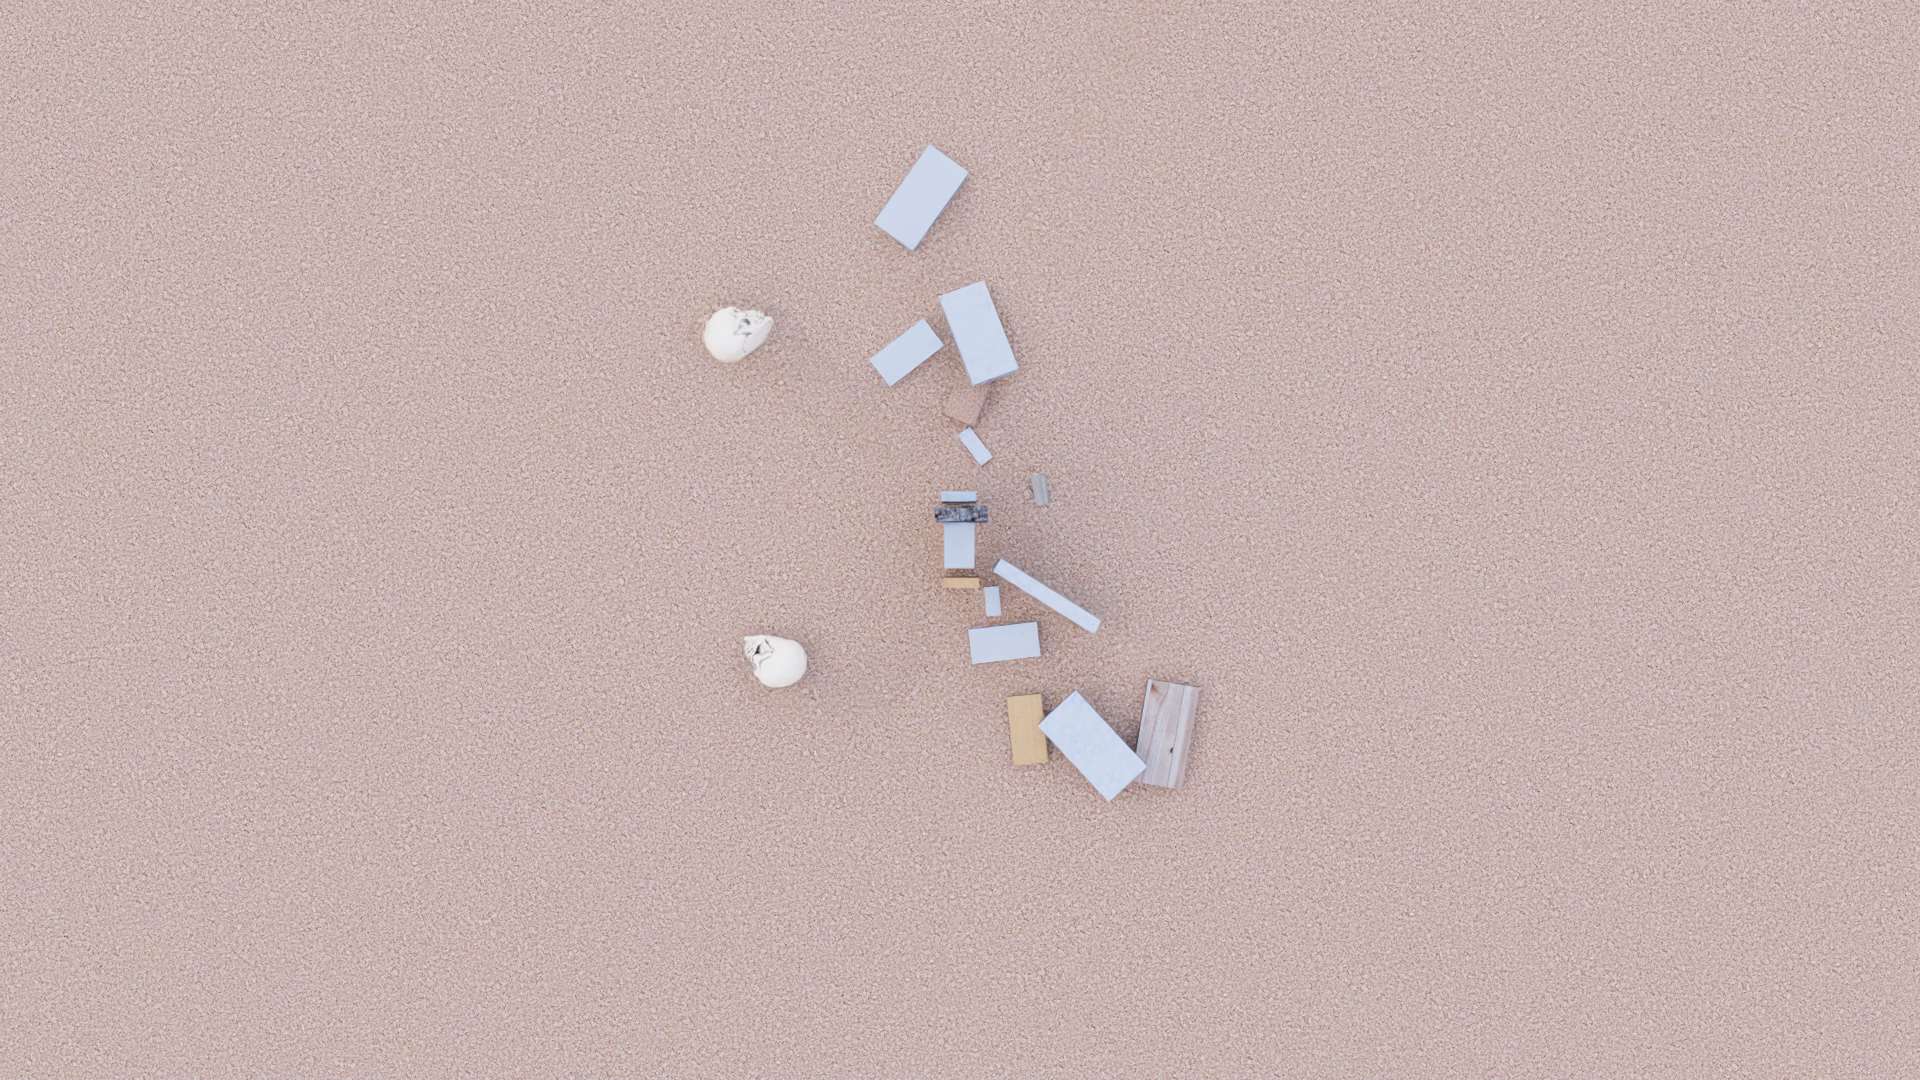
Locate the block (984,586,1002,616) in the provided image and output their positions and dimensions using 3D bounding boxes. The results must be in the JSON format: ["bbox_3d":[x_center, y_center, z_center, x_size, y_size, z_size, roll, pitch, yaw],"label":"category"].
[{"bbox_3d":[0.109,0.204,5.493,0.049,0.014,0.097,-6,90,0],"label":"block"}]

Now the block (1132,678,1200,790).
[{"bbox_3d":[0.679,0.643,5.476,0.171,0.048,0.341,10,90,0],"label":"block"}]

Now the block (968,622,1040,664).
[{"bbox_3d":[0.147,0.341,5.484,0.228,0.032,0.114,-7,90,0],"label":"block"}]

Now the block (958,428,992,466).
[{"bbox_3d":[0.051,-0.311,5.493,0.049,0.014,0.127,-38,90,0],"label":"block"}]

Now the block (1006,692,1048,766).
[{"bbox_3d":[0.223,0.629,5.484,0.114,0.032,0.228,-6,90,0],"label":"block"}]

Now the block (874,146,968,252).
[{"bbox_3d":[-0.128,-1.133,5.477,0.159,0.045,0.318,36,90,0],"label":"block"}]

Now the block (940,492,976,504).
[{"bbox_3d":[-0.004,-0.139,5.388,0.113,0.225,0.032,0,90,0],"label":"block"}]

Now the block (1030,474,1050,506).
[{"bbox_3d":[0.268,-0.168,5.493,0.049,0.014,0.097,-10,90,0],"label":"block"}]

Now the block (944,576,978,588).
[{"bbox_3d":[0.004,0.137,5.386,0.114,0.228,0.032,0,90,0],"label":"block"}]

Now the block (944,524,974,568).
[{"bbox_3d":[-0.002,-0.005,5.295,0.095,0.027,0.191,0,90,0],"label":"block"}]

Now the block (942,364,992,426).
[{"bbox_3d":[0.037,-0.502,5.484,0.113,0.032,0.225,22,90,0],"label":"block"}]

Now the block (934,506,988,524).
[{"bbox_3d":[0.004,-0.077,5.104,0.159,0.357,0.045,0,90,0],"label":"block"}]

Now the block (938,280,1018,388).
[{"bbox_3d":[0.060,-0.681,5.454,0.159,0.045,0.318,-20,84,-5],"label":"block"}]

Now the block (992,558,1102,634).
[{"bbox_3d":[0.283,0.180,5.414,0.383,0.171,0.048,32,91,0],"label":"block"}]

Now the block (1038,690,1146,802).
[{"bbox_3d":[0.435,0.676,5.435,0.171,0.048,0.341,-43,88,2],"label":"block"}]

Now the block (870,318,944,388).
[{"bbox_3d":[-0.177,-0.622,5.484,0.225,0.032,0.113,-38,90,0],"label":"block"}]
